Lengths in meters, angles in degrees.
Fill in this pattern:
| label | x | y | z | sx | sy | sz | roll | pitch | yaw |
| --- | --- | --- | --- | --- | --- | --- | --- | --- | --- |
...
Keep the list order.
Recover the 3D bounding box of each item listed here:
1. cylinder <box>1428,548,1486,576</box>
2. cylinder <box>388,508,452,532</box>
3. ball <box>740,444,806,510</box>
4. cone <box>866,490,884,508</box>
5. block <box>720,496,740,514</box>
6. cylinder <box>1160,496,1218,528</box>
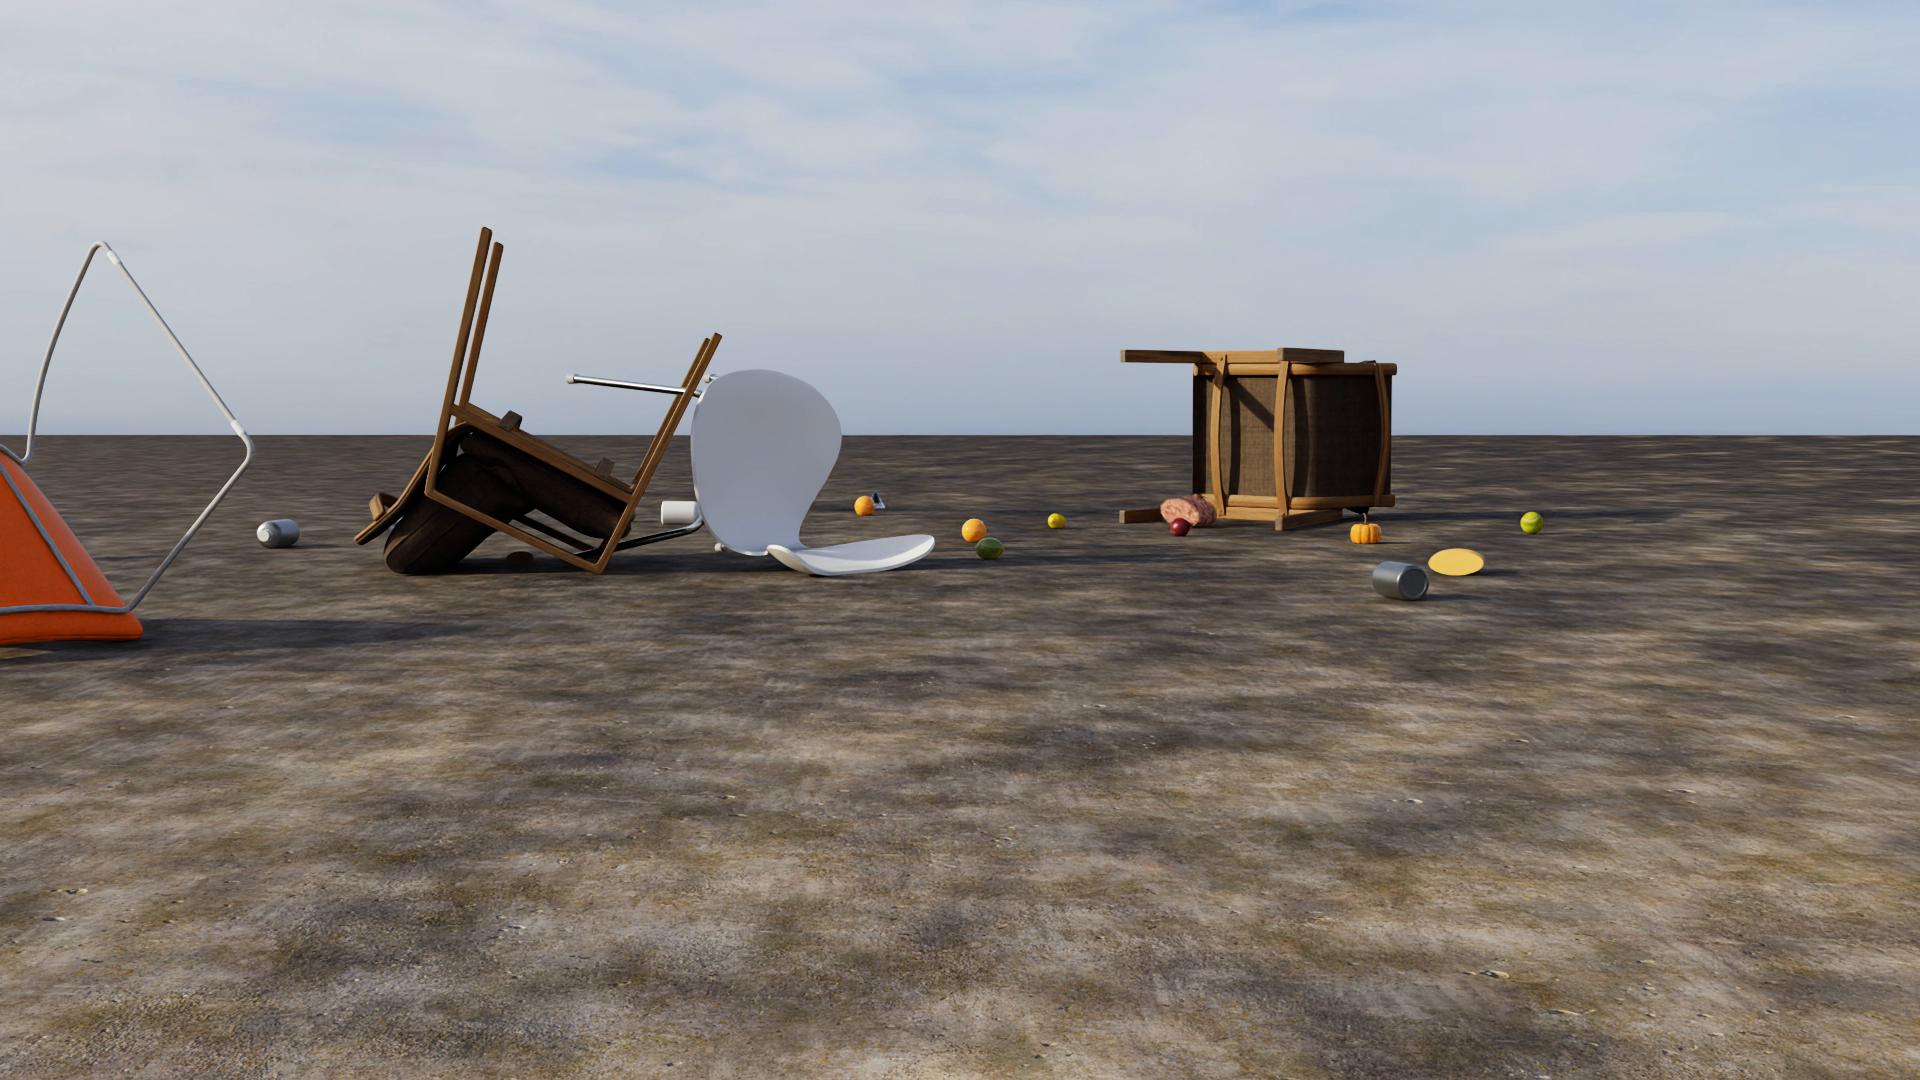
| label | x | y | z | sx | sy | sz | roll | pitch | yaw |
| --- | --- | --- | --- | --- | --- | --- | --- | --- | --- |
| cylinder | 1.208 | 0.053 | 5.347 | 0.130 | 0.058 | 0.092 | 0 | 4 | 16 |
| cylinder | -1.707 | -0.064 | 6.949 | 0.176 | 0.072 | 0.192 | -1 | 2 | -21 |
| ball | -0.697 | -0.234 | 8.185 | 0.242 | 0.242 | 0.242 | 0 | 4 | 0 |
| cone | -0.320 | -0.154 | 8.305 | 0.073 | 0.067 | 0.096 | 1 | 4 | 19 |
| block | -0.831 | -0.125 | 7.952 | 0.055 | 0.058 | 0.097 | -1 | 4 | -13 |
| cylinder | 0.748 | -0.091 | 7.182 | 0.138 | 0.088 | 0.163 | 23 | 14 | 24 |
